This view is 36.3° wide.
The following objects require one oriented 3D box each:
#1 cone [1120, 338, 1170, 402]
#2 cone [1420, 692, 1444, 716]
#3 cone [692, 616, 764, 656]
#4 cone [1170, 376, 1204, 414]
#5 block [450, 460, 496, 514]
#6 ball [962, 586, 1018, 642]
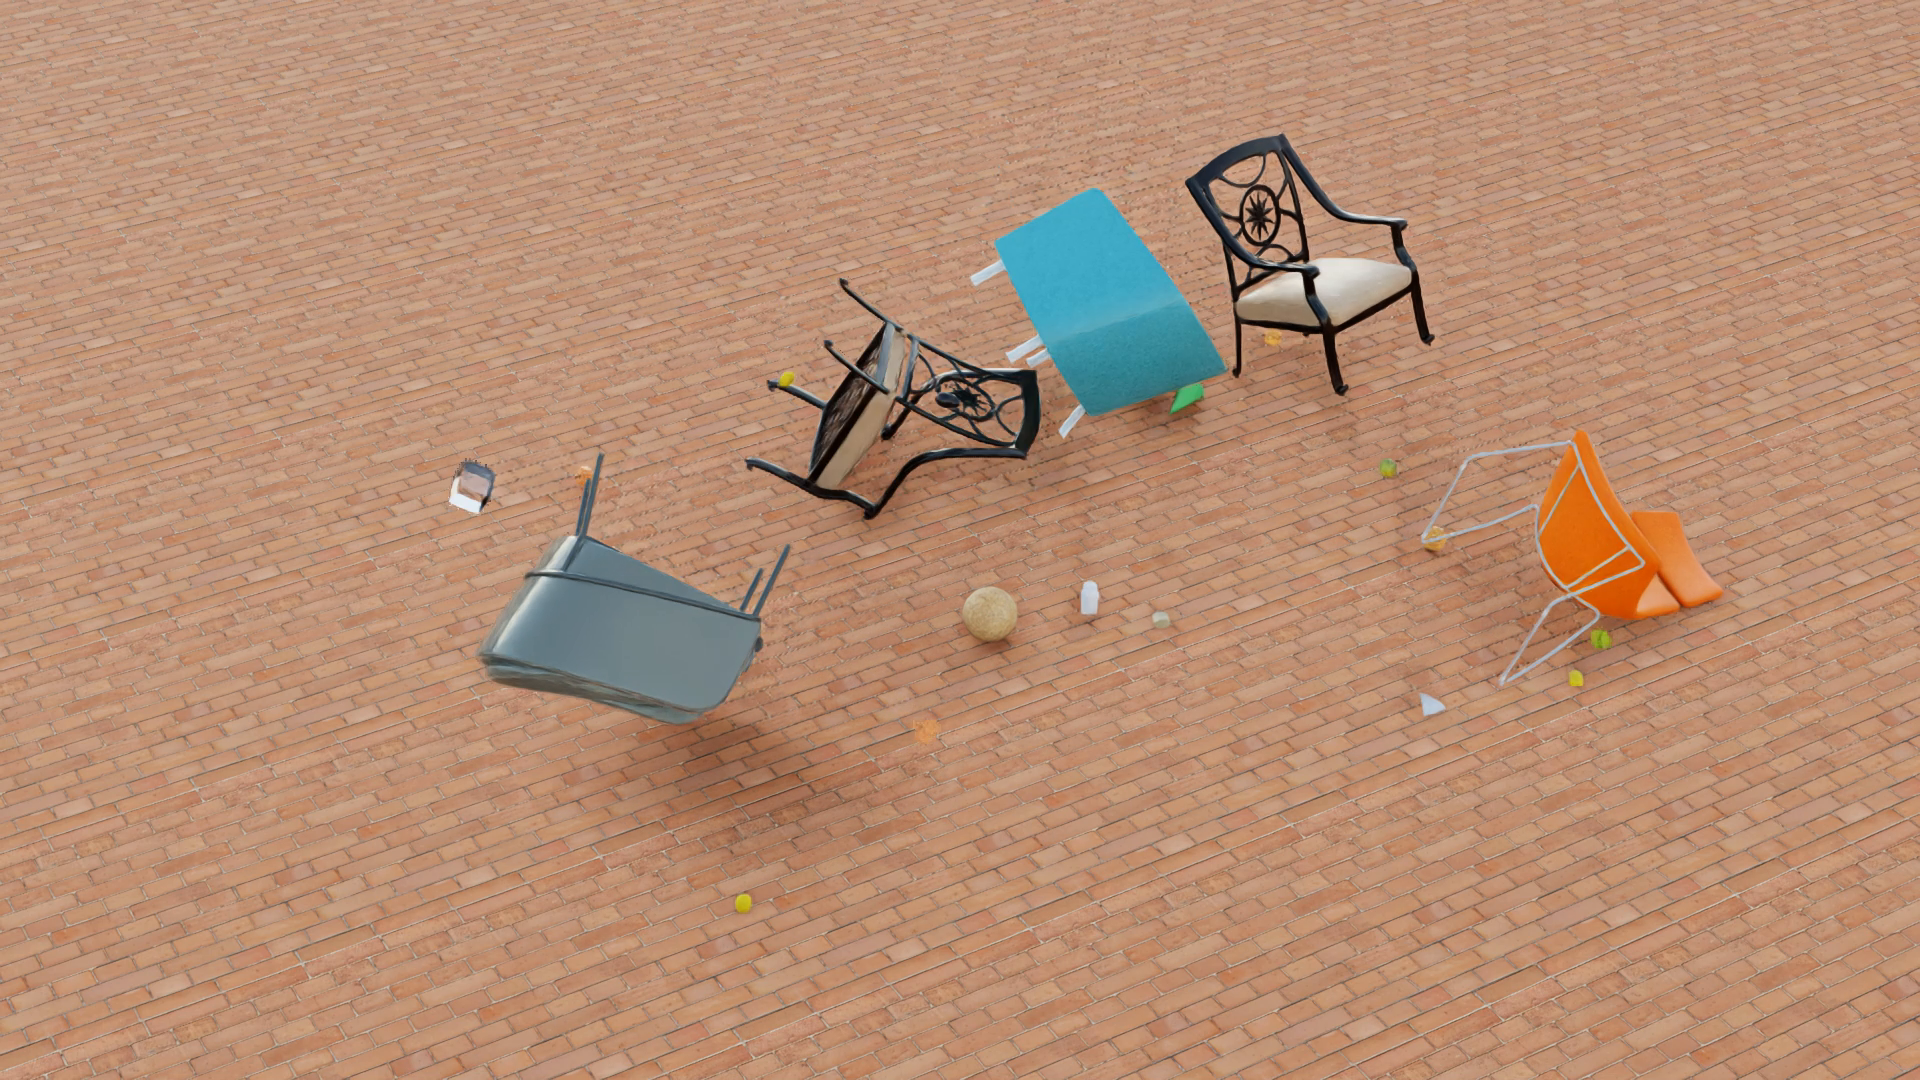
[{"bbox_3d":[0.699,-0.647,11.821,0.158,0.238,0.234,-14,40,57],"label":"cone"},{"bbox_3d":[1.603,0.578,10.036,0.107,0.058,0.065,33,72,-9],"label":"cone"},{"bbox_3d":[-0.814,0.309,10.341,0.258,0.114,0.164,9,37,0],"label":"cone"},{"bbox_3d":[0.885,-0.557,11.745,0.112,0.098,0.181,42,59,-4],"label":"cone"},{"bbox_3d":[-1.547,-0.167,9.305,0.101,0.097,0.110,24,46,-20],"label":"block"},{"bbox_3d":[0.107,0.262,10.368,0.196,0.196,0.196,0,33,0],"label":"ball"}]
